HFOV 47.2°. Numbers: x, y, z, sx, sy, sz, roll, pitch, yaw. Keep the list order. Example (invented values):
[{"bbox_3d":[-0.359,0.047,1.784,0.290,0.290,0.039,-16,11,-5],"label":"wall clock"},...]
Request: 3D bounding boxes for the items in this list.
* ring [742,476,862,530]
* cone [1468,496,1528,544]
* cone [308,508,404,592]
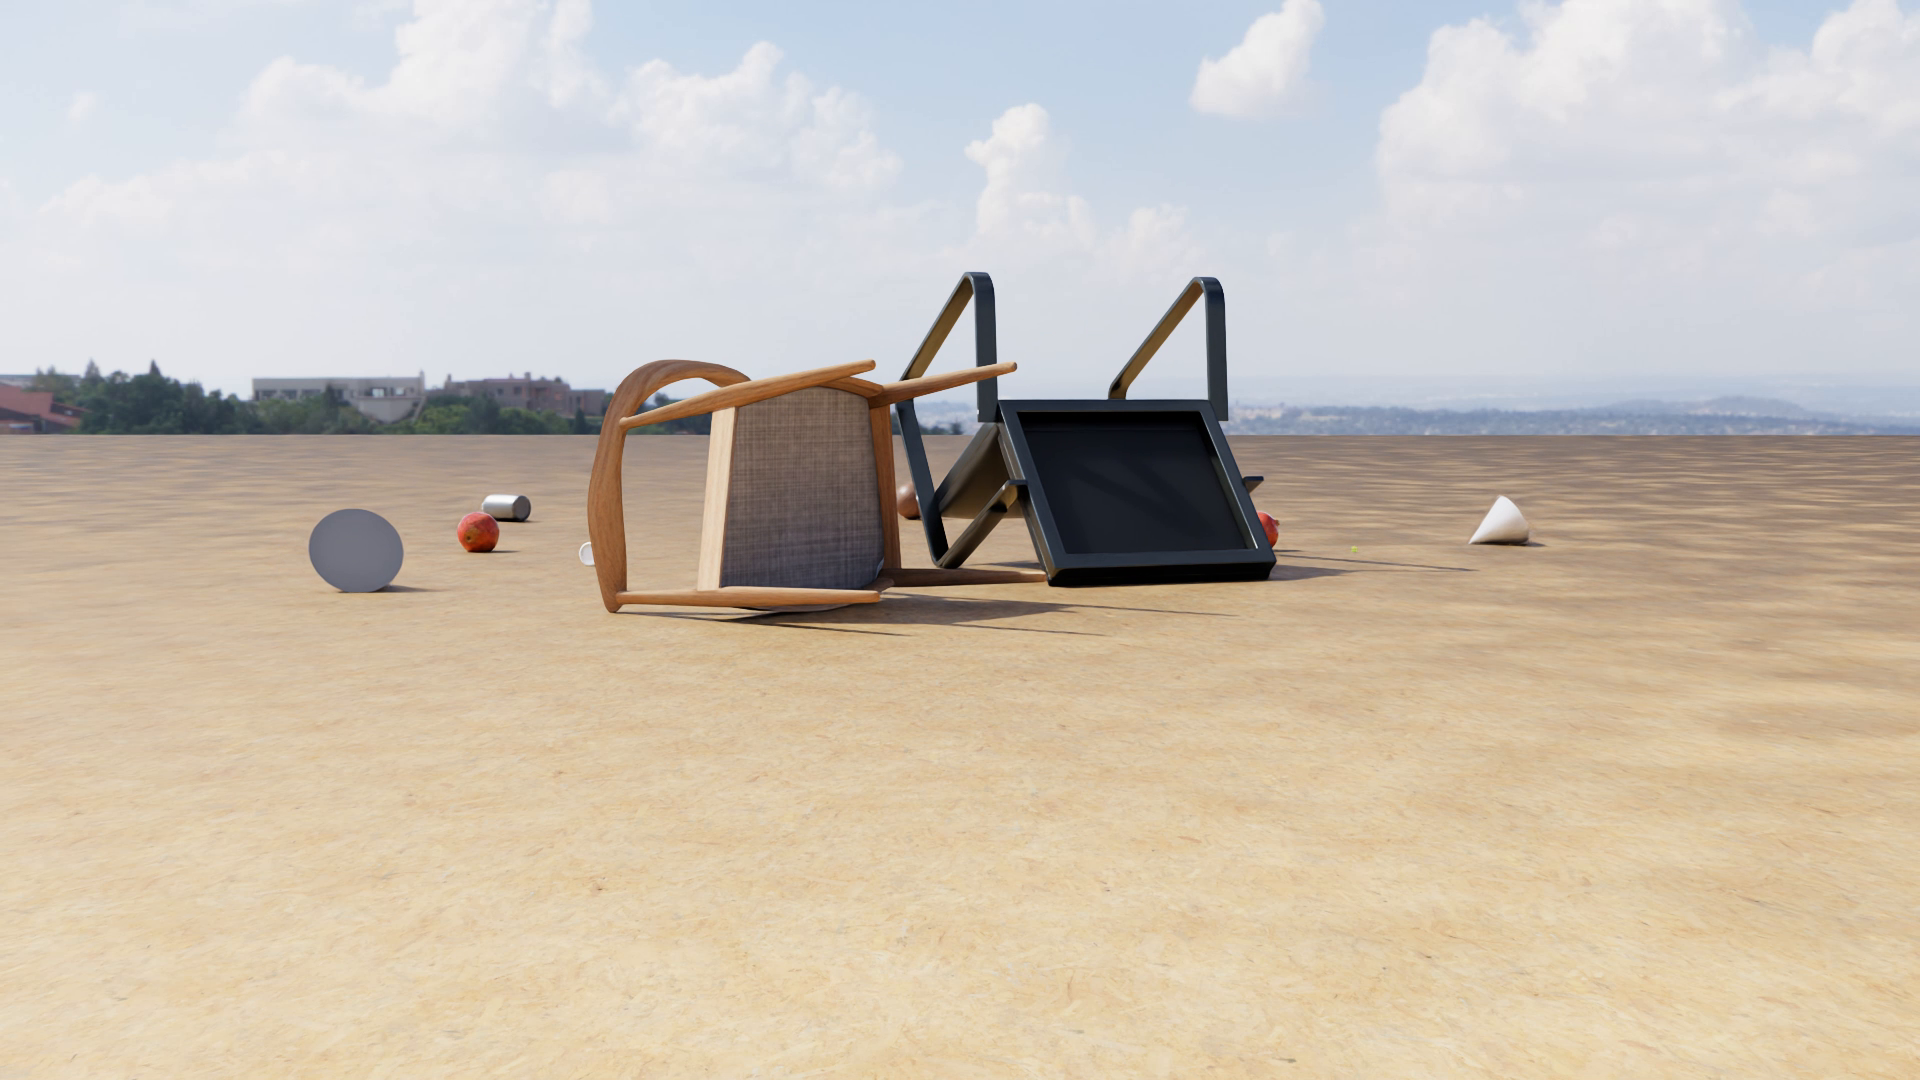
[{"bbox_3d":[-0.511,-0.120,7.107,0.387,0.165,0.402,-2,3,-7],"label":"ring"},{"bbox_3d":[1.537,-0.023,6.375,0.147,0.151,0.245,-28,-6,-1],"label":"cone"},{"bbox_3d":[-1.349,0.061,4.993,0.214,0.188,0.256,30,-17,4],"label":"cone"}]
